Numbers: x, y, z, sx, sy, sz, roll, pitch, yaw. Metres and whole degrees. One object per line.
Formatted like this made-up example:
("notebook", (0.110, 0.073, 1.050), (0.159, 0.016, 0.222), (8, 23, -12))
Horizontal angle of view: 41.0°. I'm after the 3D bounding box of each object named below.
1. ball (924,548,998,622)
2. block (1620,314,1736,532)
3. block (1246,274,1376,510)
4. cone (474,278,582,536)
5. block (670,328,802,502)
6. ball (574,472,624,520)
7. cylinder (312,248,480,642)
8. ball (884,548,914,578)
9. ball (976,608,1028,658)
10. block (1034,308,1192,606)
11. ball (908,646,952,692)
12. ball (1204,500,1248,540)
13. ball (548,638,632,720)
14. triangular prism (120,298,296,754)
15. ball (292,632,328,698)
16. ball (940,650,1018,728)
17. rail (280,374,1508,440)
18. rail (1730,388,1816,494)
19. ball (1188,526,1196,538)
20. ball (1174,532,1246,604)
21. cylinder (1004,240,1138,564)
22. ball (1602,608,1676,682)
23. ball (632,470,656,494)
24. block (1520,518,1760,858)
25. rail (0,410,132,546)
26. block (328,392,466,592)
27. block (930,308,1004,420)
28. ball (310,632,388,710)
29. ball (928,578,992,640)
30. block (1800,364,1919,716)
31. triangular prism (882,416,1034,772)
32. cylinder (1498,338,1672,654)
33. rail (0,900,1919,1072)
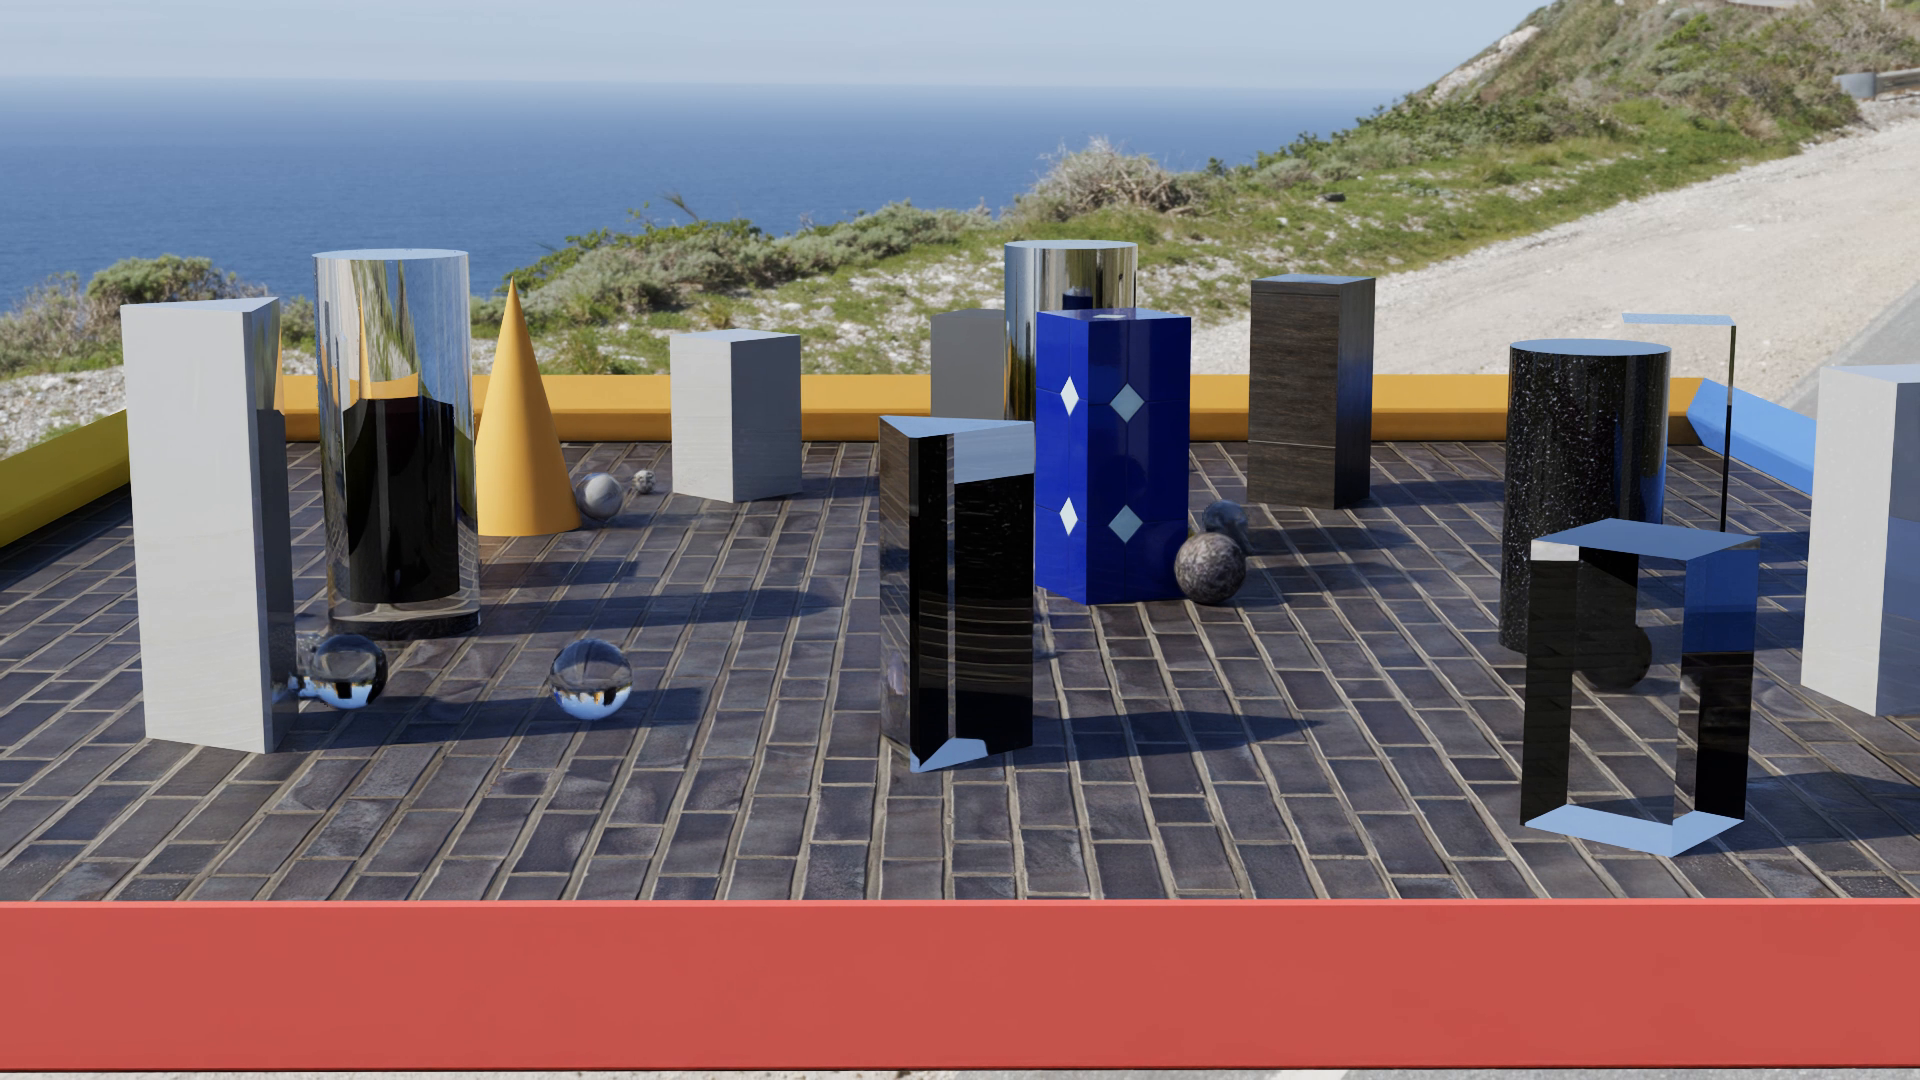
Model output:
("ball", (0.000, 0.060, 3.392), (0.098, 0.098, 0.098), (0, 10, 0))
("block", (1.065, -0.154, 3.842), (0.158, 0.354, 0.158), (2, 11, 13))
("block", (0.592, -0.253, 4.326), (0.158, 0.374, 0.158), (6, 12, 30))
("cone", (-0.705, -0.220, 4.076), (0.197, 0.399, 0.197), (0, 10, 0))
("block", (-0.384, -0.217, 4.406), (0.158, 0.272, 0.158), (10, 14, 43))
("ball", (-0.577, -0.070, 4.106), (0.077, 0.077, 0.077), (0, 10, 0))
("cylinder", (-0.731, -0.128, 3.337), (0.197, 0.487, 0.197), (0, 10, 0))
("ball", (-0.087, 0.033, 3.684), (0.044, 0.044, 0.044), (0, 10, 0))
("ball", (0.052, 0.116, 3.184), (0.063, 0.063, 0.063), (0, 10, 0))
("block", (0.211, -0.120, 3.568), (0.158, 0.388, 0.158), (-5, 12, -24))
("ball", (-0.035, 0.151, 3.017), (0.055, 0.055, 0.055), (0, 10, 0))
("ball", (0.409, -0.027, 3.947), (0.067, 0.067, 0.067), (0, 10, 0))
("ball", (-0.415, 0.156, 2.883), (0.094, 0.094, 0.094), (0, 10, 0))
("triangular prism", (-0.786, -0.023, 2.808), (0.171, 0.474, 0.148), (5, 12, 25))
("ball", (-0.760, 0.146, 2.989), (0.075, 0.075, 0.075), (0, 10, 0))
("ball", (0.020, 0.166, 2.850), (0.087, 0.087, 0.087), (0, 10, 0))
("rail", (-0.009, -0.255, 5.005), (2.932, 0.128, 0.045), (0, 10, 0))
("rail", (1.442, 0.031, 3.457), (0.045, 0.128, 3.212), (0, 10, 0))
("ball", (0.324, 0.005, 3.799), (0.058, 0.058, 0.058), (0, 10, 0))
("ball", (0.343, 0.038, 3.510), (0.099, 0.099, 0.099), (0, 10, 0))
("cylinder", (0.164, -0.208, 3.832), (0.197, 0.465, 0.197), (0, 10, 0))
("ball", (0.812, 0.125, 3.068), (0.087, 0.087, 0.087), (0, 10, 0))
("ball", (-0.543, -0.101, 4.415), (0.041, 0.041, 0.041), (0, 10, 0))
("block", (0.655, 0.137, 2.472), (0.158, 0.282, 0.158), (9, 14, 40))
("rail", (-1.442, 0.034, 3.441), (0.045, 0.128, 3.212), (0, 10, 0))
("block", (-0.797, -0.070, 3.642), (0.158, 0.263, 0.158), (0, 11, -3))
("block", (0.054, -0.252, 4.533), (0.158, 0.296, 0.158), (5, 12, 26))
("ball", (-0.699, 0.150, 2.934), (0.088, 0.088, 0.088), (0, 10, 0))
("ball", (0.000, 0.089, 3.287), (0.080, 0.080, 0.080), (0, 10, 0))
("block", (1.095, -0.004, 2.962), (0.158, 0.380, 0.158), (-2, 11, -12))
("triangular prism", (-0.035, 0.049, 2.752), (0.171, 0.353, 0.148), (-9, 14, -42))
("cylinder", (0.787, -0.055, 3.236), (0.197, 0.380, 0.197), (0, 10, 0))
("rail", (0.009, 0.321, 1.893), (2.932, 0.128, 0.045), (0, 10, 0))
